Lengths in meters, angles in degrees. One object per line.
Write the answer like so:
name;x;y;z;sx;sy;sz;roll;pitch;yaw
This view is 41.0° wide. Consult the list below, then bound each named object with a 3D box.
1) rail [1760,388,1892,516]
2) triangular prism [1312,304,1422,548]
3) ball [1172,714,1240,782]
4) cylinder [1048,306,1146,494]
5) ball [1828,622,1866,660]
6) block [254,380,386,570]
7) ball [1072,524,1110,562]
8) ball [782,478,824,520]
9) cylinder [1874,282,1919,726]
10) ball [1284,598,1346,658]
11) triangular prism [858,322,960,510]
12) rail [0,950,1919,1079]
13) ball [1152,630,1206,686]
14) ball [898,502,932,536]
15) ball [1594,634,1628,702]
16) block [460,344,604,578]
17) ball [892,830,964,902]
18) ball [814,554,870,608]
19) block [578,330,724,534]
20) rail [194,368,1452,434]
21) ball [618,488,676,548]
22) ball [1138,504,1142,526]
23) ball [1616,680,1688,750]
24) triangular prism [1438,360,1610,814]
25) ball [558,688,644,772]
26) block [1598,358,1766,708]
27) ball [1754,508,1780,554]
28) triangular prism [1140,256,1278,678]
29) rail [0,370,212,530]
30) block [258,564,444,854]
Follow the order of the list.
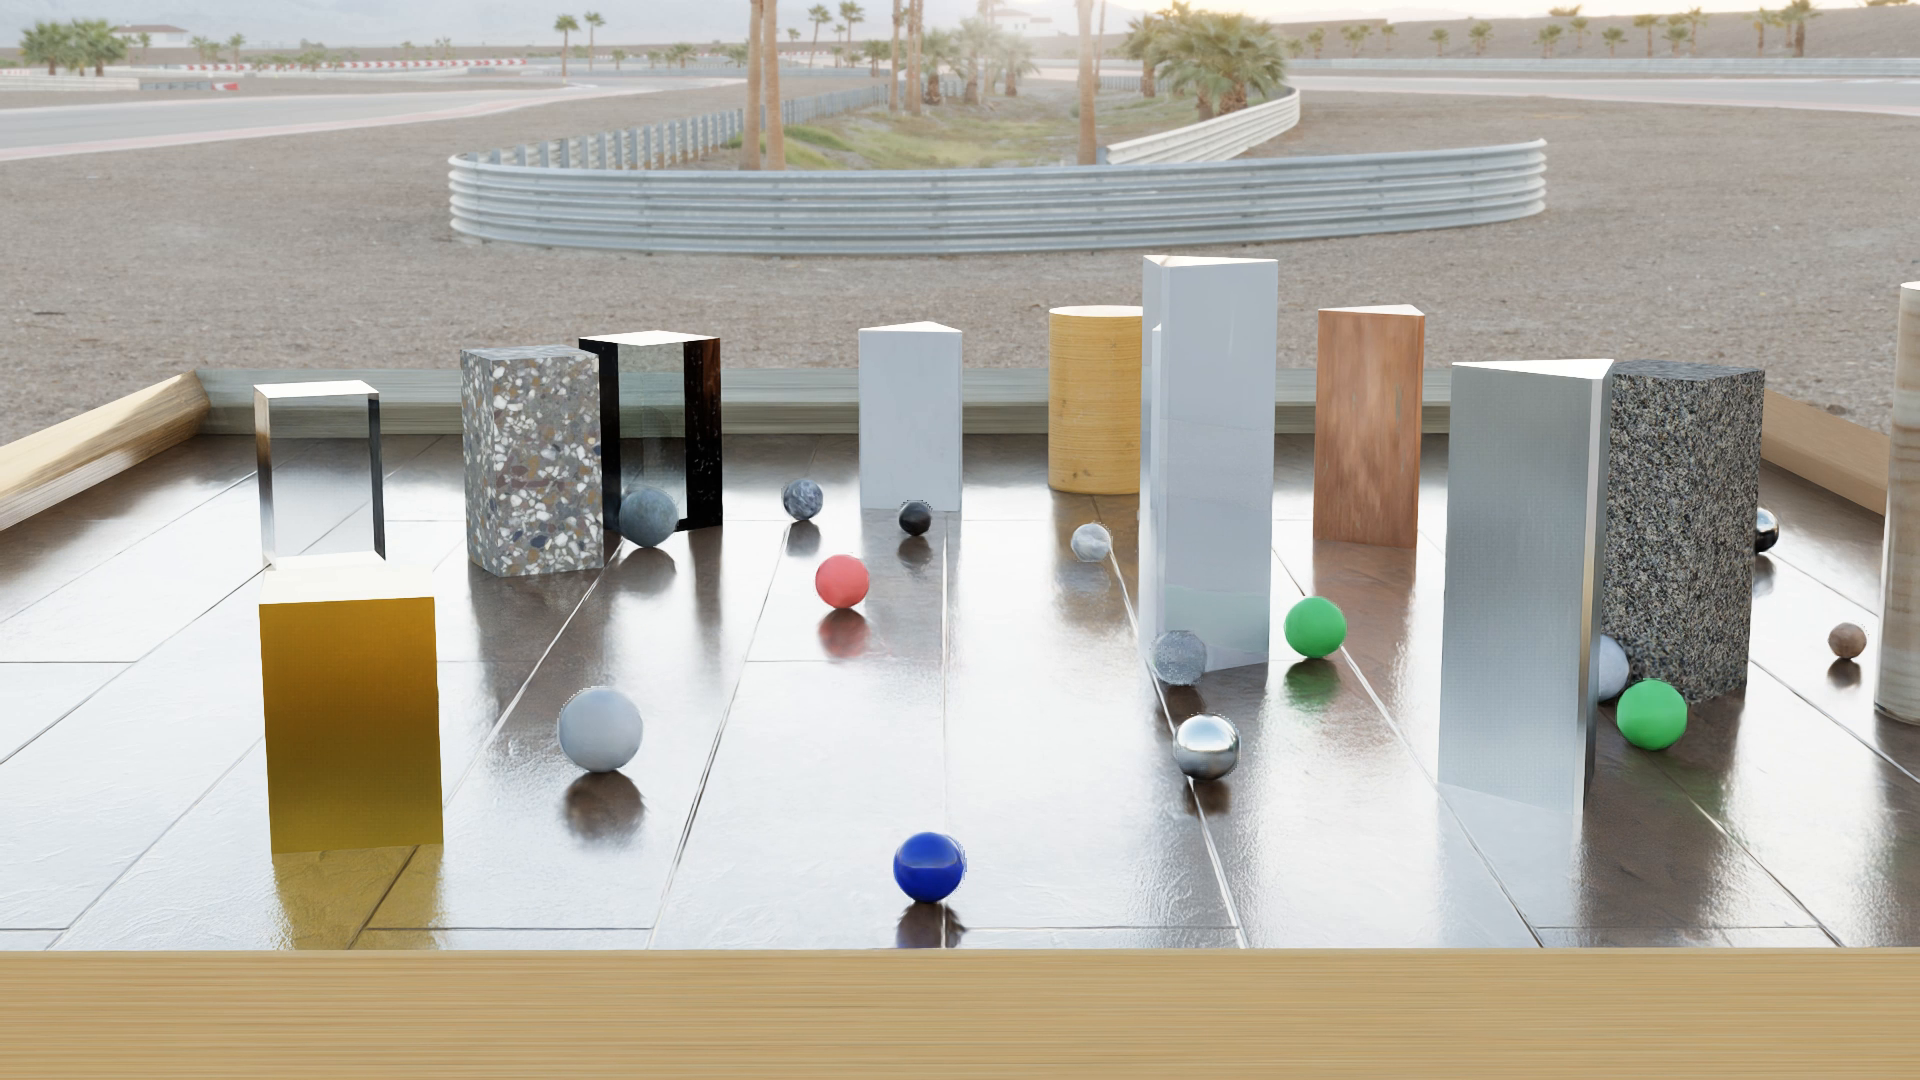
rail;1.495;0.032;3.457;0.045;0.129;3.424;0;10;0
triangular prism;0.662;-0.181;3.987;0.172;0.357;0.149;7;12;32
ball;0.254;0.214;2.643;0.069;0.069;0.069;0;10;0
cylinder;0.254;-0.247;4.479;0.198;0.306;0.198;0;10;0
ball;1.102;0.125;3.185;0.046;0.046;0.046;0;10;0
block;-0.956;-0.100;3.828;0.159;0.254;0.159;-4;11;-22
ball;0.194;0.004;3.802;0.059;0.059;0.059;0;10;0
ball;-0.254;-0.066;4.157;0.067;0.067;0.067;0;10;0
cylinder;1.147;-0.042;2.885;0.198;0.484;0.198;0;10;0
ball;0.440;0.109;3.189;0.076;0.076;0.076;0;10;0
triangular prism;-0.069;-0.211;4.309;0.172;0.297;0.149;2;11;11
rail;0.010;0.340;1.789;3.037;0.129;0.045;0;10;0
ball;0.260;0.140;3.051;0.066;0.066;0.066;0;10;0
ball;-0.070;-0.033;4.022;0.053;0.053;0.053;0;10;0
ball;0.732;0.148;2.967;0.081;0.081;0.081;0;10;0
block;-0.630;-0.120;3.774;0.159;0.314;0.159;-5;12;-27
ball;-0.028;0.287;2.261;0.064;0.064;0.064;0;10;0
ball;-0.160;0.056;3.480;0.075;0.075;0.075;0;10;0
block;-0.492;-0.172;4.091;0.159;0.301;0.159;10;15;44
rail;-0.010;-0.274;5.109;3.037;0.129;0.045;0;10;0
ball;-0.478;-0.034;3.925;0.090;0.090;0.090;0;10;0
ball;0.308;-0.040;4.040;0.058;0.058;0.058;0;10;0
ball;0.745;0.189;2.762;0.075;0.075;0.075;0;10;0
triangular prism;0.605;0.038;2.597;0.149;0.432;0.172;-9;14;-41
ball;-0.374;0.198;2.675;0.088;0.088;0.088;0;10;0
block;0.824;-0.012;3.016;0.159;0.378;0.159;10;14;43
ball;1.202;-0.014;3.873;0.069;0.069;0.069;0;10;0
triangular prism;0.270;-0.097;3.150;0.172;0.495;0.149;-7;13;-33
rail;-1.495;0.035;3.440;0.045;0.129;3.424;0;10;0
block;-0.584;0.159;2.471;0.159;0.239;0.159;-2;11;-12
